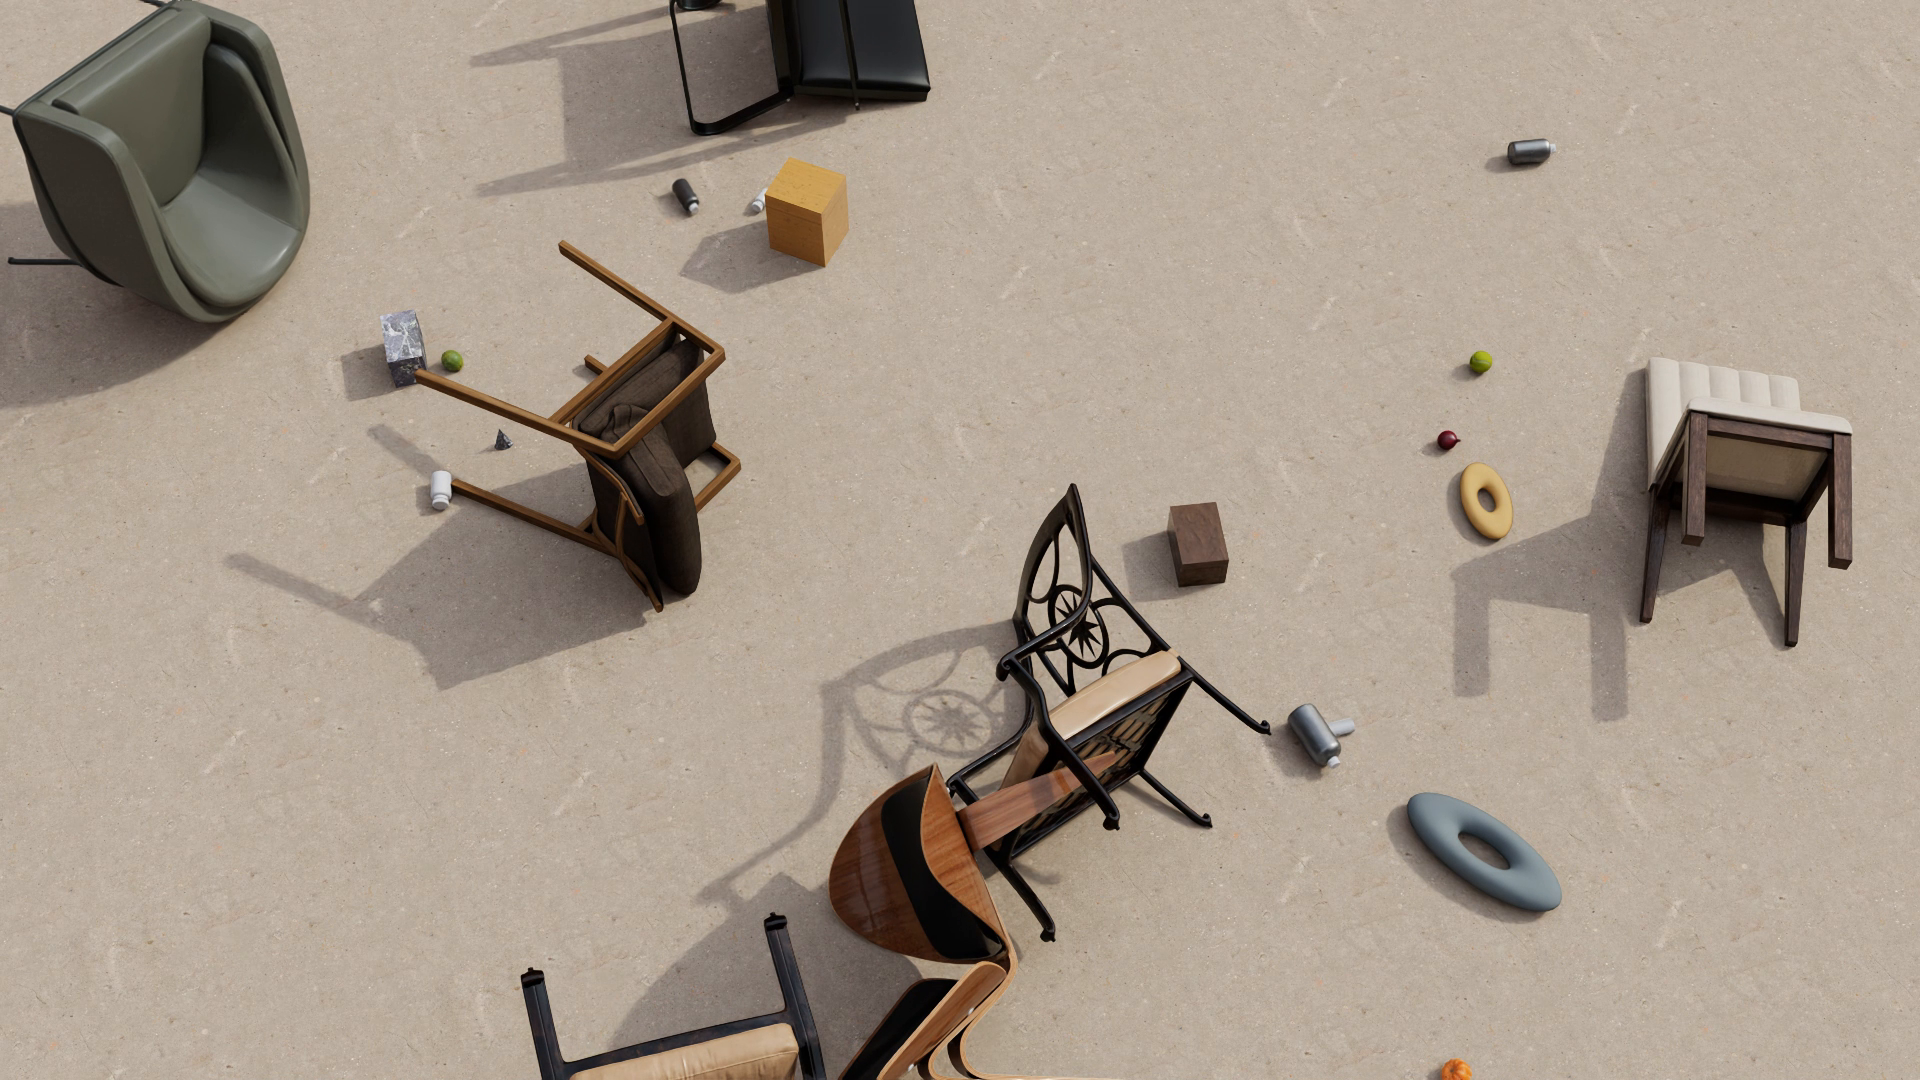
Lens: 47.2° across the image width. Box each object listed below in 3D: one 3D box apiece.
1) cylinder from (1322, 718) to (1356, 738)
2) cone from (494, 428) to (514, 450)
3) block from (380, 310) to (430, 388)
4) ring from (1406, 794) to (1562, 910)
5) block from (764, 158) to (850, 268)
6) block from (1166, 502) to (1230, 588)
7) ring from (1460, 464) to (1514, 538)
[{"bbox_3d":[1.068,0.530,6.199,0.081,0.032,0.045,-13,53,-9],"label":"cylinder"},{"bbox_3d":[-1.404,-0.316,6.734,0.058,0.087,0.038,-15,57,-10],"label":"cone"},{"bbox_3d":[-1.741,-0.601,6.900,0.106,0.127,0.194,-13,57,-8],"label":"block"},{"bbox_3d":[1.419,0.844,5.962,0.483,0.078,0.200,36,62,22],"label":"ring"},{"bbox_3d":[-0.494,-1.063,7.132,0.202,0.258,0.179,20,59,13],"label":"block"},{"bbox_3d":[0.701,0.013,6.490,0.138,0.124,0.206,-6,56,-4],"label":"block"},{"bbox_3d":[1.586,-0.119,6.625,0.149,0.049,0.280,-5,56,-4],"label":"ring"}]
